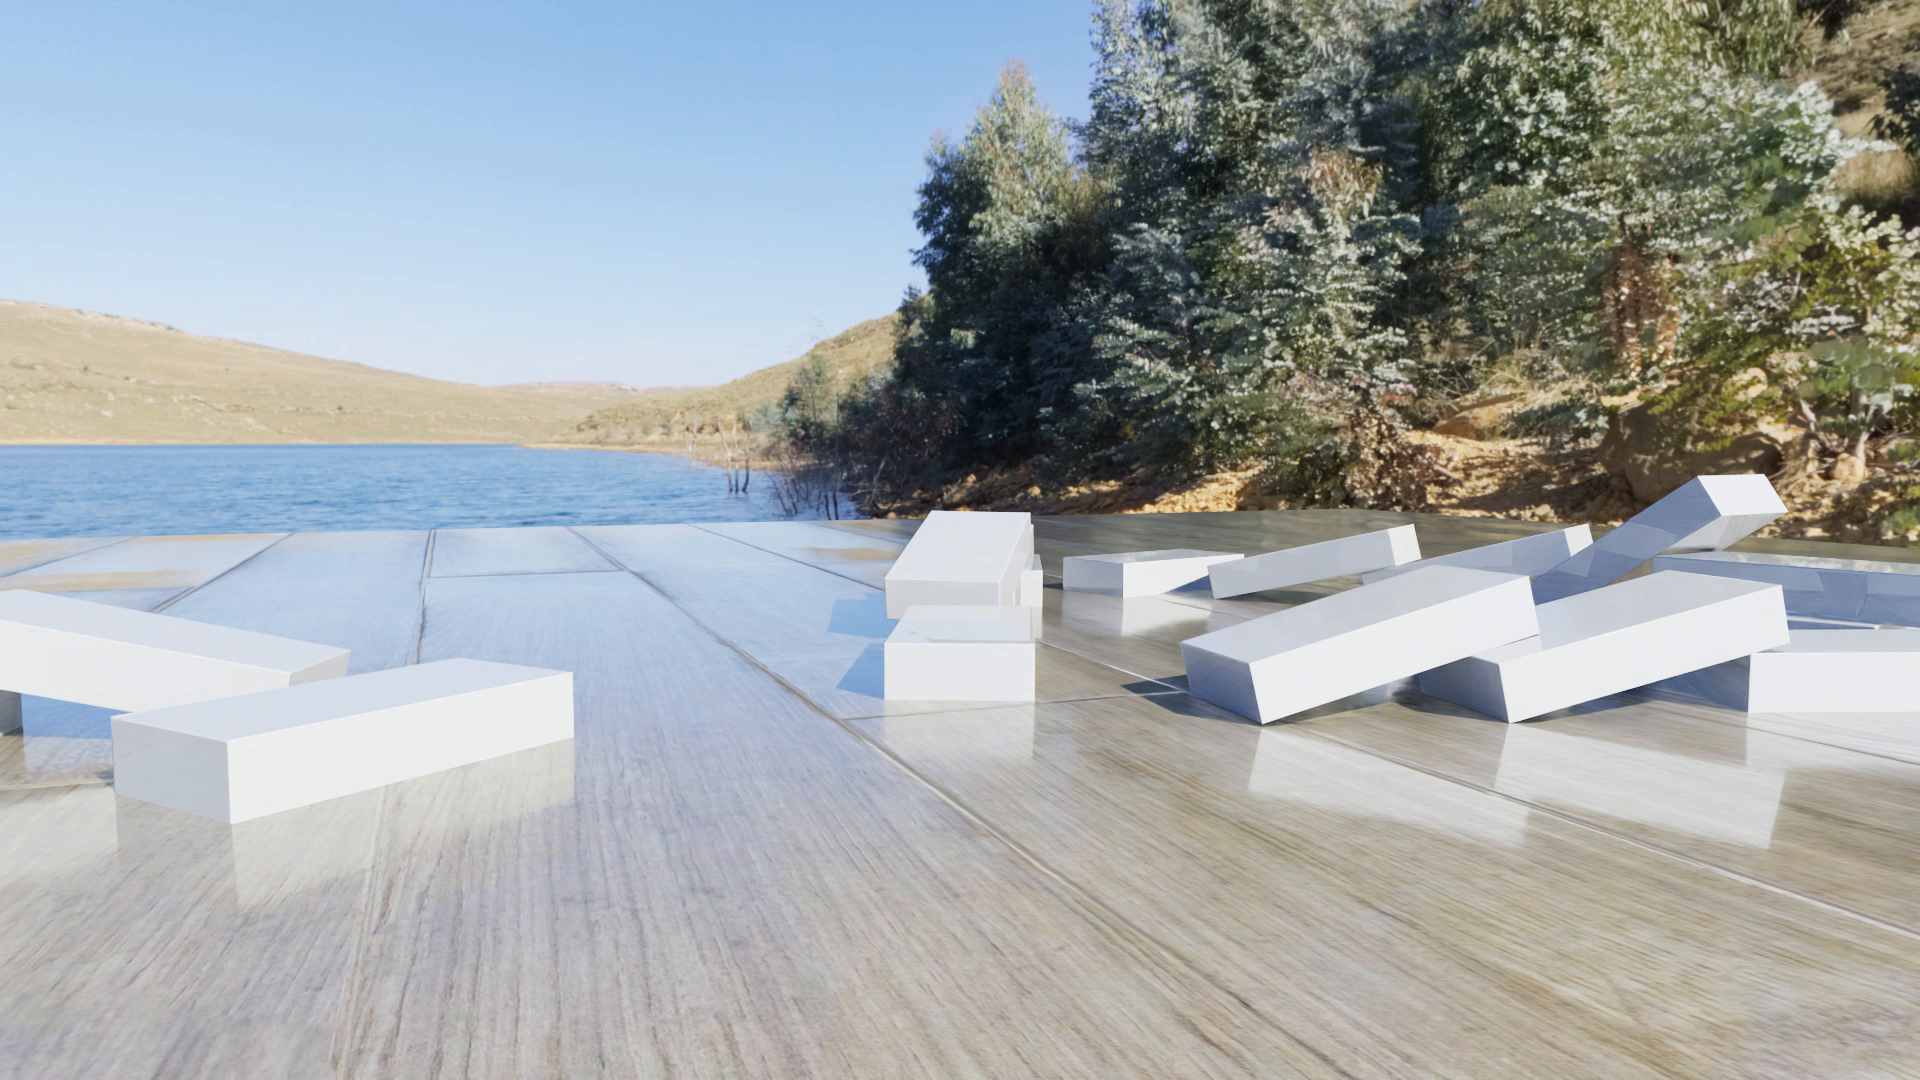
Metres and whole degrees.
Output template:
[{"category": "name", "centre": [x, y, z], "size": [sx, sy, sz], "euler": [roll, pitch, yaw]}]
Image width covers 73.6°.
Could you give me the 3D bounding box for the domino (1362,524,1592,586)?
[{"category": "domino", "centre": [0.131, 0.007, 0.325], "size": [0.050, 0.010, 0.025], "euler": [-16, -7, 37]}]

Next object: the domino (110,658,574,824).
[{"category": "domino", "centre": [-0.080, 0.025, 0.171], "size": [0.025, 0.010, 0.050], "euler": [3, 5, 31]}]

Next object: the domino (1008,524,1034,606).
[{"category": "domino", "centre": [0.004, 0.008, 0.319], "size": [0.025, 0.009, 0.050], "euler": [1, 18, 8]}]

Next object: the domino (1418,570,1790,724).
[{"category": "domino", "centre": [0.104, 0.017, 0.211], "size": [0.050, 0.009, 0.025], "euler": [-14, 7, -9]}]

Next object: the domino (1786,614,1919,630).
[{"category": "domino", "centre": [0.175, 0.018, 0.259], "size": [0.050, 0.009, 0.025], "euler": [-4, 6, -44]}]

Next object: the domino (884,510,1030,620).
[{"category": "domino", "centre": [0.001, 0.005, 0.297], "size": [0.025, 0.009, 0.050], "euler": [1, 18, 11]}]

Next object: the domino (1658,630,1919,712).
[{"category": "domino", "centre": [0.150, 0.022, 0.216], "size": [0.050, 0.009, 0.025], "euler": [0, 4, -2]}]

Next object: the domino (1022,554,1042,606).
[{"category": "domino", "centre": [0.010, 0.011, 0.360], "size": [0.025, 0.009, 0.050], "euler": [0, 4, 3]}]

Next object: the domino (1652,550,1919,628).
[{"category": "domino", "centre": [0.170, 0.009, 0.256], "size": [0.025, 0.009, 0.050], "euler": [-3, 5, -34]}]

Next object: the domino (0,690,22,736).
[{"category": "domino", "centre": [-0.163, 0.025, 0.175], "size": [0.050, 0.009, 0.025], "euler": [-1, 4, -15]}]

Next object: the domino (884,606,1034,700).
[{"category": "domino", "centre": [0.001, 0.020, 0.238], "size": [0.025, 0.010, 0.050], "euler": [0, 4, 3]}]

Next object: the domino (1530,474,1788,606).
[{"category": "domino", "centre": [0.154, 0.003, 0.287], "size": [0.025, 0.009, 0.050], "euler": [-3, -29, -30]}]

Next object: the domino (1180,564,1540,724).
[{"category": "domino", "centre": [0.065, 0.016, 0.210], "size": [0.050, 0.009, 0.025], "euler": [-15, 7, -13]}]

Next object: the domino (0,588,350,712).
[{"category": "domino", "centre": [-0.122, 0.018, 0.192], "size": [0.050, 0.010, 0.025], "euler": [12, 1, -8]}]

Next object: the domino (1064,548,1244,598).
[{"category": "domino", "centre": [0.058, 0.009, 0.380], "size": [0.050, 0.009, 0.025], "euler": [-3, 5, -37]}]

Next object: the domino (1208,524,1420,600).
[{"category": "domino", "centre": [0.096, 0.006, 0.348], "size": [0.050, 0.009, 0.025], "euler": [-13, -4, 33]}]
